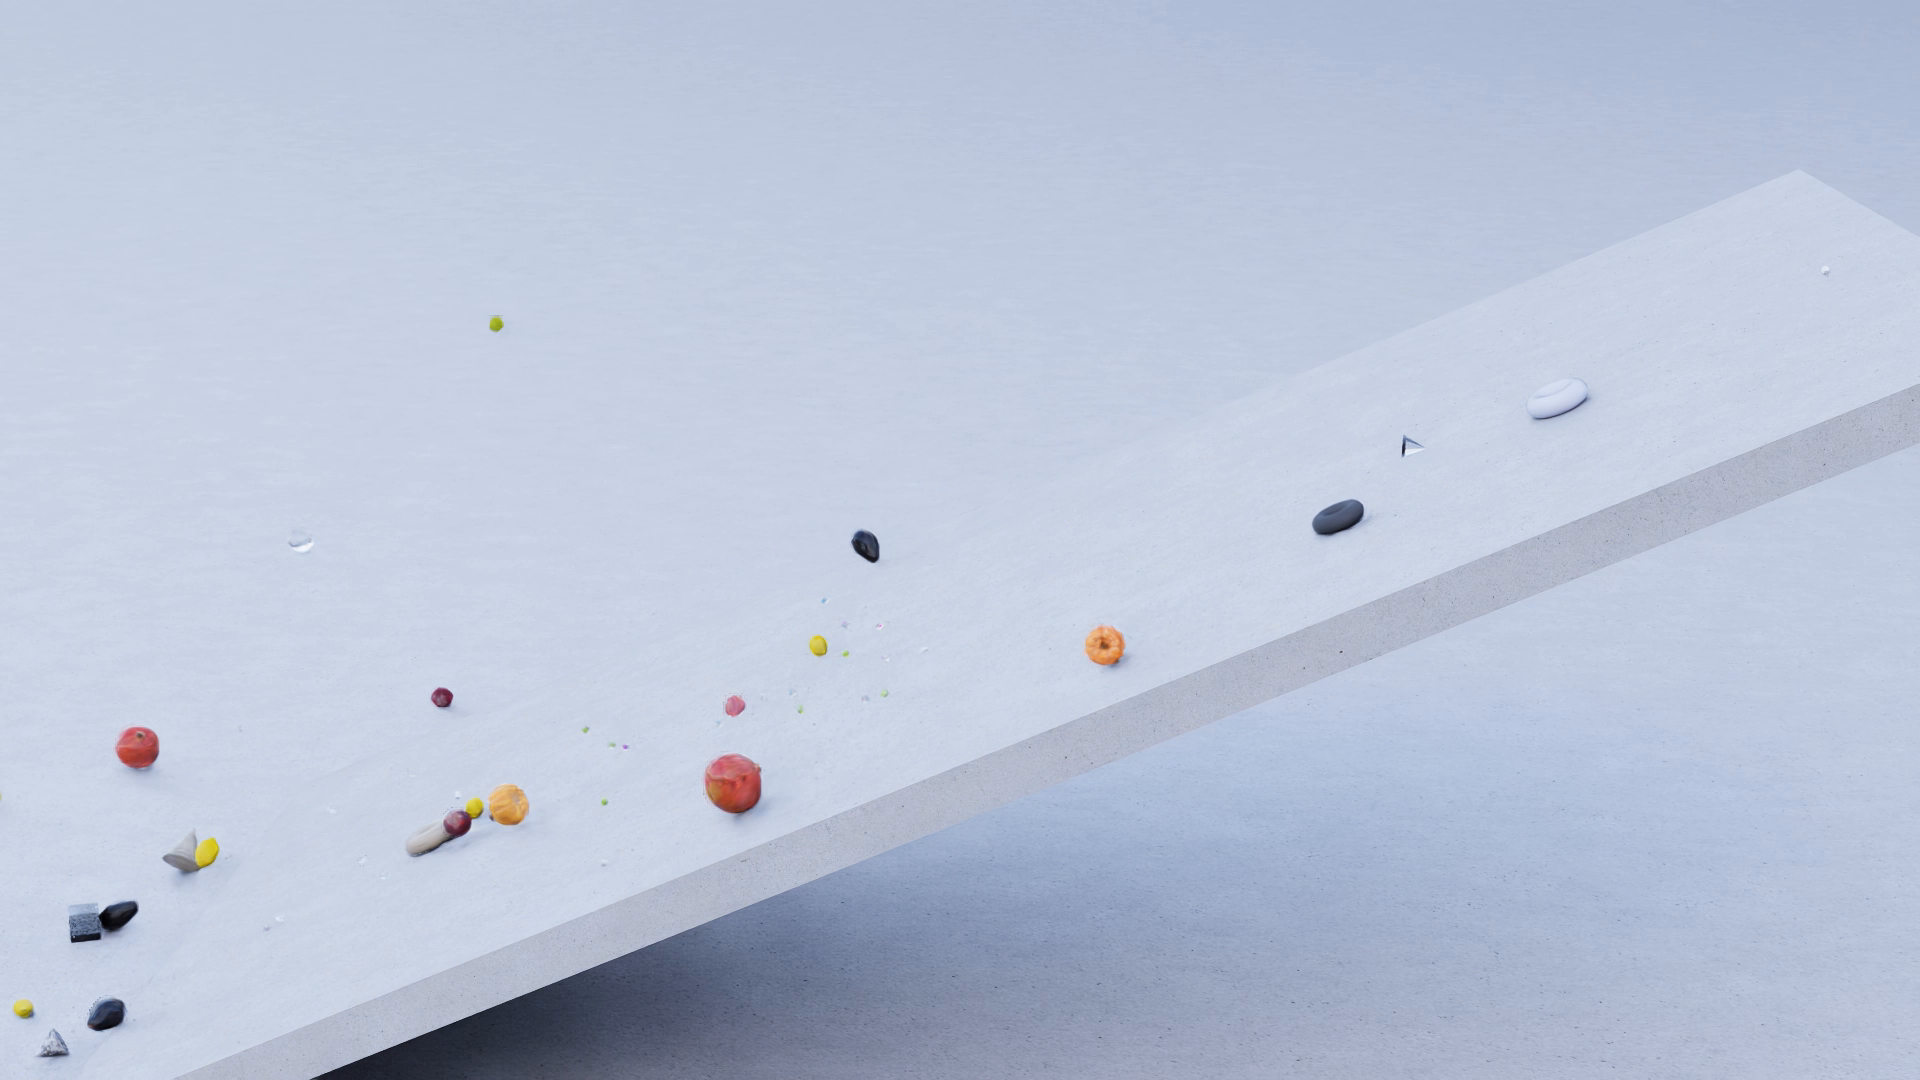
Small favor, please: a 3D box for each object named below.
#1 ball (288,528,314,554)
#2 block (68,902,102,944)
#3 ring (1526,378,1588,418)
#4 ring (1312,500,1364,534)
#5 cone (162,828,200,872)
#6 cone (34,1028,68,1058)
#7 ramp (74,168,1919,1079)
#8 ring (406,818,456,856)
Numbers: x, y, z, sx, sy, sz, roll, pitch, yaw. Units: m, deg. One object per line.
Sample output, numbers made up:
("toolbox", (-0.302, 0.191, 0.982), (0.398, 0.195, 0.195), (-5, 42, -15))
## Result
("ball", (-2.260, 0.003, 10.080), (0.085, 0.085, 0.085), (0, 15, 0))
("block", (-2.015, 0.881, 6.771), (0.066, 0.066, 0.066), (-4, 15, -16))
("ring", (1.192, -0.283, 5.873), (0.128, 0.043, 0.128), (-24, 13, 6))
("ring", (0.738, -0.045, 5.741), (0.108, 0.036, 0.108), (-24, 11, 5))
("cone", (-1.879, 0.743, 7.160), (0.096, 0.096, 0.096), (4, 59, 16))
("cone", (-1.908, 1.064, 6.149), (0.063, 0.063, 0.063), (-31, 22, -9))
("ramp", (0.130, 0.171, 6.286), (4.000, 0.100, 2.000), (-22, 13, 8))
("ring", (-1.147, 0.642, 6.371), (0.120, 0.040, 0.120), (-26, 10, 5))
